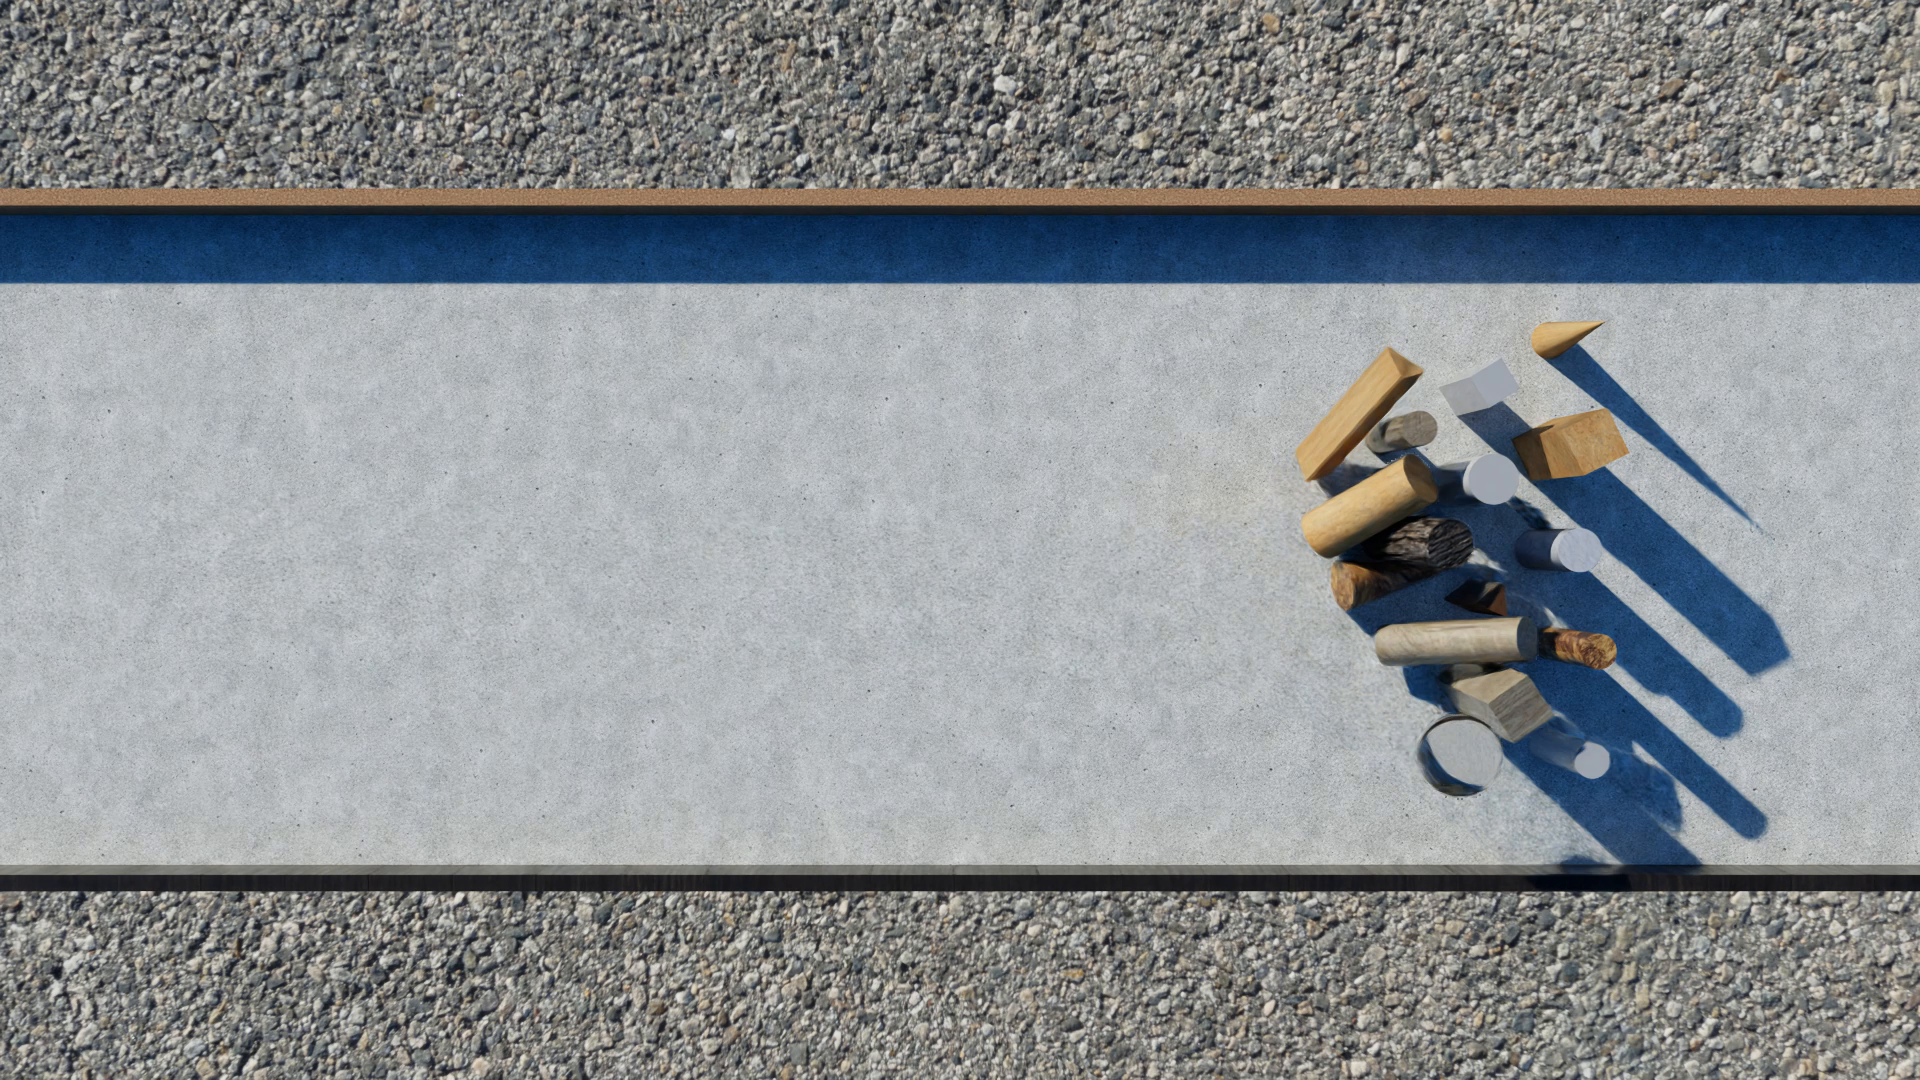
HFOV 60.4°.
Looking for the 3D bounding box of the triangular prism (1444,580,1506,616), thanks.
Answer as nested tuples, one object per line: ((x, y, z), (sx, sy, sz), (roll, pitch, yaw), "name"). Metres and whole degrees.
((1.551, 0.163, 4.918), (0.095, 0.316, 0.083), (24, 90, 0), "triangular prism")

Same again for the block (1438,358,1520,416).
((1.544, -0.453, 4.915), (0.104, 0.323, 0.104), (-32, 90, 0), "block")

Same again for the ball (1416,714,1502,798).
((1.417, 0.611, 4.680), (0.235, 0.235, 0.235), (0, 90, 0), "ball")

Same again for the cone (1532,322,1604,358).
((1.815, -0.614, 4.853), (0.113, 0.447, 0.113), (0, 90, 0), "cone")

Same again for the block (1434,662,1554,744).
((1.561, 0.458, 4.845), (0.138, 0.452, 0.138), (-35, 95, 0), "block")

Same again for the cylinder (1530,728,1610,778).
((1.802, 0.630, 4.889), (0.101, 0.376, 0.101), (0, 90, 0), "cylinder")

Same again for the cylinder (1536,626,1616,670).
((1.813, 0.317, 4.879), (0.102, 0.396, 0.102), (0, 90, 0), "cylinder")

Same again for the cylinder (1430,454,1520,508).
((1.510, -0.172, 4.871), (0.144, 0.411, 0.144), (0, 90, 0), "cylinder")

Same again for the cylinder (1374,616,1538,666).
((1.459, 0.302, 4.868), (0.128, 0.459, 0.128), (7, 81, -44), "cylinder")

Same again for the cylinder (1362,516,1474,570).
((1.343, 0.002, 4.866), (0.144, 0.397, 0.144), (-1, 93, -14), "cylinder")

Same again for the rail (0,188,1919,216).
((-2.247, -1.025, 5.002), (12.000, 0.150, 0.050), (0, 90, 0), "rail")

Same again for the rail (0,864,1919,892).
((-2.247, 1.025, 5.001), (12.000, 0.150, 0.050), (0, 90, 0), "rail")

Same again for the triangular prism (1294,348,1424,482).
((1.170, -0.350, 4.883), (0.129, 0.112, 0.458), (34, 129, -3), "triangular prism")

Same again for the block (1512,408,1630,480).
((1.791, -0.277, 4.861), (0.142, 0.431, 0.142), (-26, 90, 0), "block")

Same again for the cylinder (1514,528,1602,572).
((1.770, 0.029, 4.892), (0.125, 0.369, 0.125), (0, 90, 0), "cylinder")

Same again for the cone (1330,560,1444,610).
((1.344, 0.108, 5.039), (0.385, 0.154, 0.154), (-9, 90, -11), "cone")

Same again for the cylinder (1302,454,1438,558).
((1.213, -0.095, 4.896), (0.378, 0.157, 0.157), (-34, 90, 39), "cylinder")

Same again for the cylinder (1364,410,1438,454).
((1.294, -0.314, 4.859), (0.100, 0.434, 0.100), (0, 90, 0), "cylinder")
